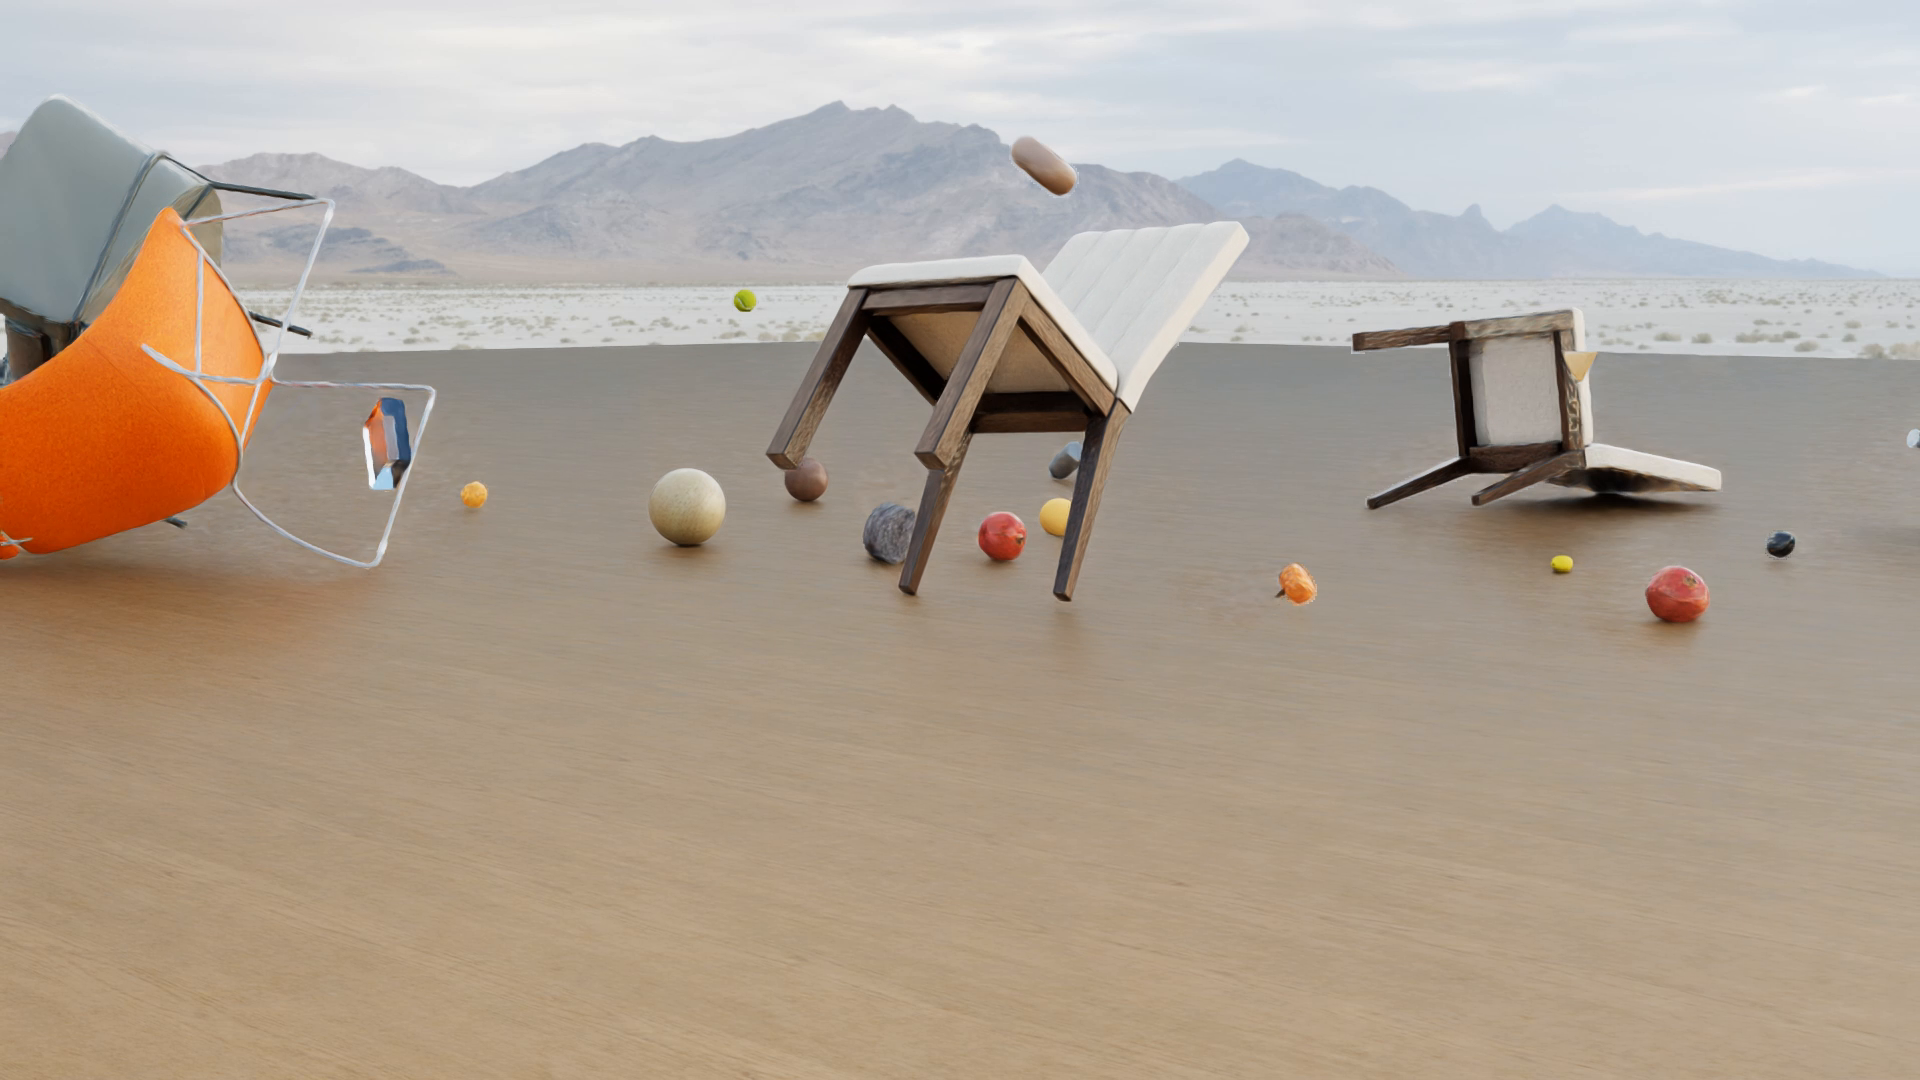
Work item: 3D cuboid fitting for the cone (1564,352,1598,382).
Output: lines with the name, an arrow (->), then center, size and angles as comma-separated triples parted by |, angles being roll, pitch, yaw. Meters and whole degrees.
cone -> 1.704, -0.493, 6.989 | 0.080, 0.094, 0.110 | -32, 9, 26

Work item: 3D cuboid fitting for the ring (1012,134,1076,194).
ring -> 0.219, -0.983, 6.717 | 0.199, 0.082, 0.140 | 42, 12, 12

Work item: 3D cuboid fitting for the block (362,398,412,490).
block -> -1.274, -0.213, 5.704 | 0.053, 0.157, 0.135 | 3, -30, -30

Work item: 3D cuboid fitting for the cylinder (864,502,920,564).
cylinder -> -0.160, -0.018, 5.966 | 0.081, 0.132, 0.191 | 23, 0, -15

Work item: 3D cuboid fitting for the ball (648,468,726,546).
ball -> -0.667, -0.081, 6.278 | 0.189, 0.189, 0.189 | 0, 6, 0

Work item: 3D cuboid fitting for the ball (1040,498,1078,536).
ball -> 0.250, -0.058, 6.495 | 0.097, 0.097, 0.097 | 0, 6, 0
